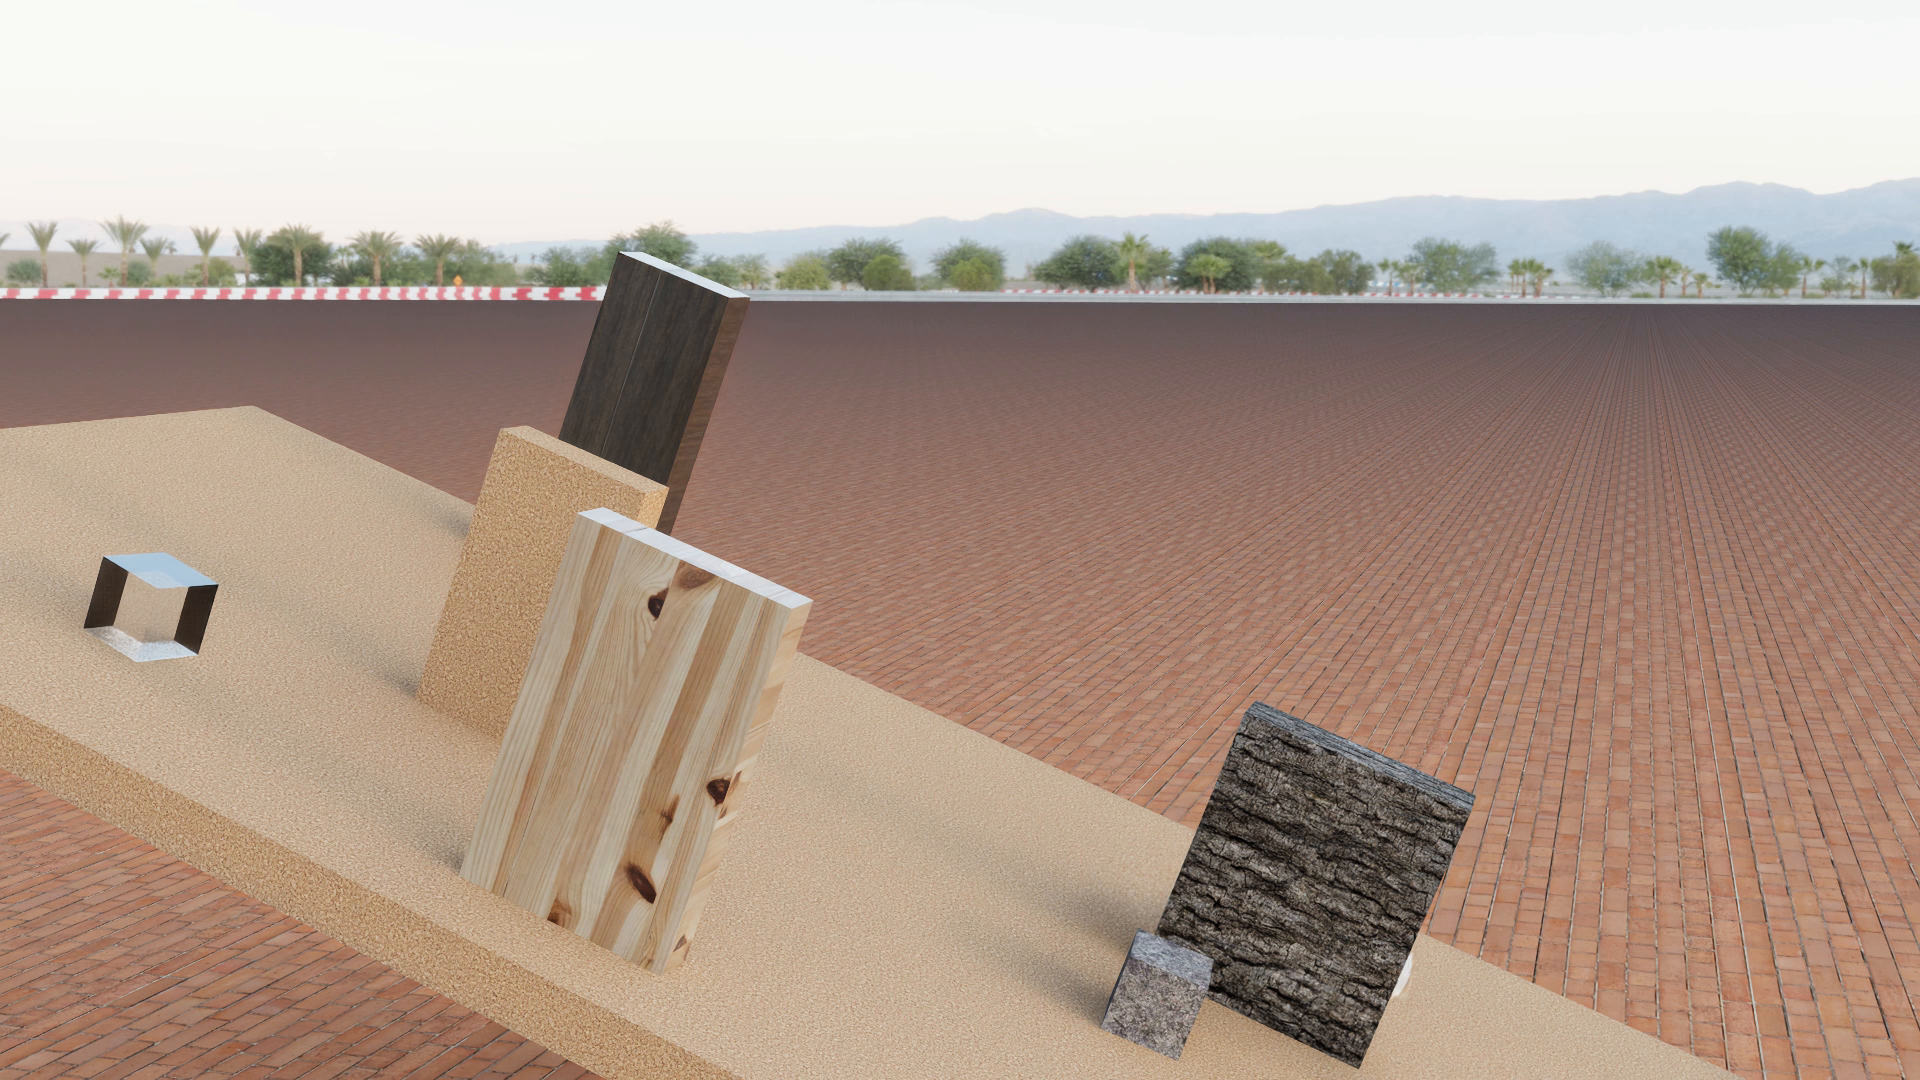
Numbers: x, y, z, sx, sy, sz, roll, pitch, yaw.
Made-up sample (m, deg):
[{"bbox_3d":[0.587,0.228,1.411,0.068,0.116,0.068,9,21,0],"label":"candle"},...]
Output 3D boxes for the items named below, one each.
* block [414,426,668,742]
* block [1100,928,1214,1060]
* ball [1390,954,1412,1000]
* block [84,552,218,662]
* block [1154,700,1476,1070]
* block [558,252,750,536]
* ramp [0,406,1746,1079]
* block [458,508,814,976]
[{"bbox_3d":[-0.774,0.102,4.056,0.306,0.545,0.100,23,13,13],"label":"block"},{"bbox_3d":[0.344,0.789,3.823,0.143,0.143,0.143,22,12,6],"label":"block"},{"bbox_3d":[0.797,0.824,4.312,0.174,0.174,0.174,0,7,0],"label":"ball"},{"bbox_3d":[-1.432,0.117,3.895,0.140,0.140,0.140,26,14,24],"label":"block"},{"bbox_3d":[0.641,0.632,4.061,0.435,0.528,0.130,23,13,13],"label":"block"},{"bbox_3d":[-0.749,-0.242,5.024,0.285,0.775,0.125,23,13,13],"label":"block"},{"bbox_3d":[-0.324,0.585,4.205,4.000,0.100,2.000,23,13,13],"label":"ramp"},{"bbox_3d":[-0.507,0.311,3.404,0.372,0.623,0.089,23,13,13],"label":"block"}]
